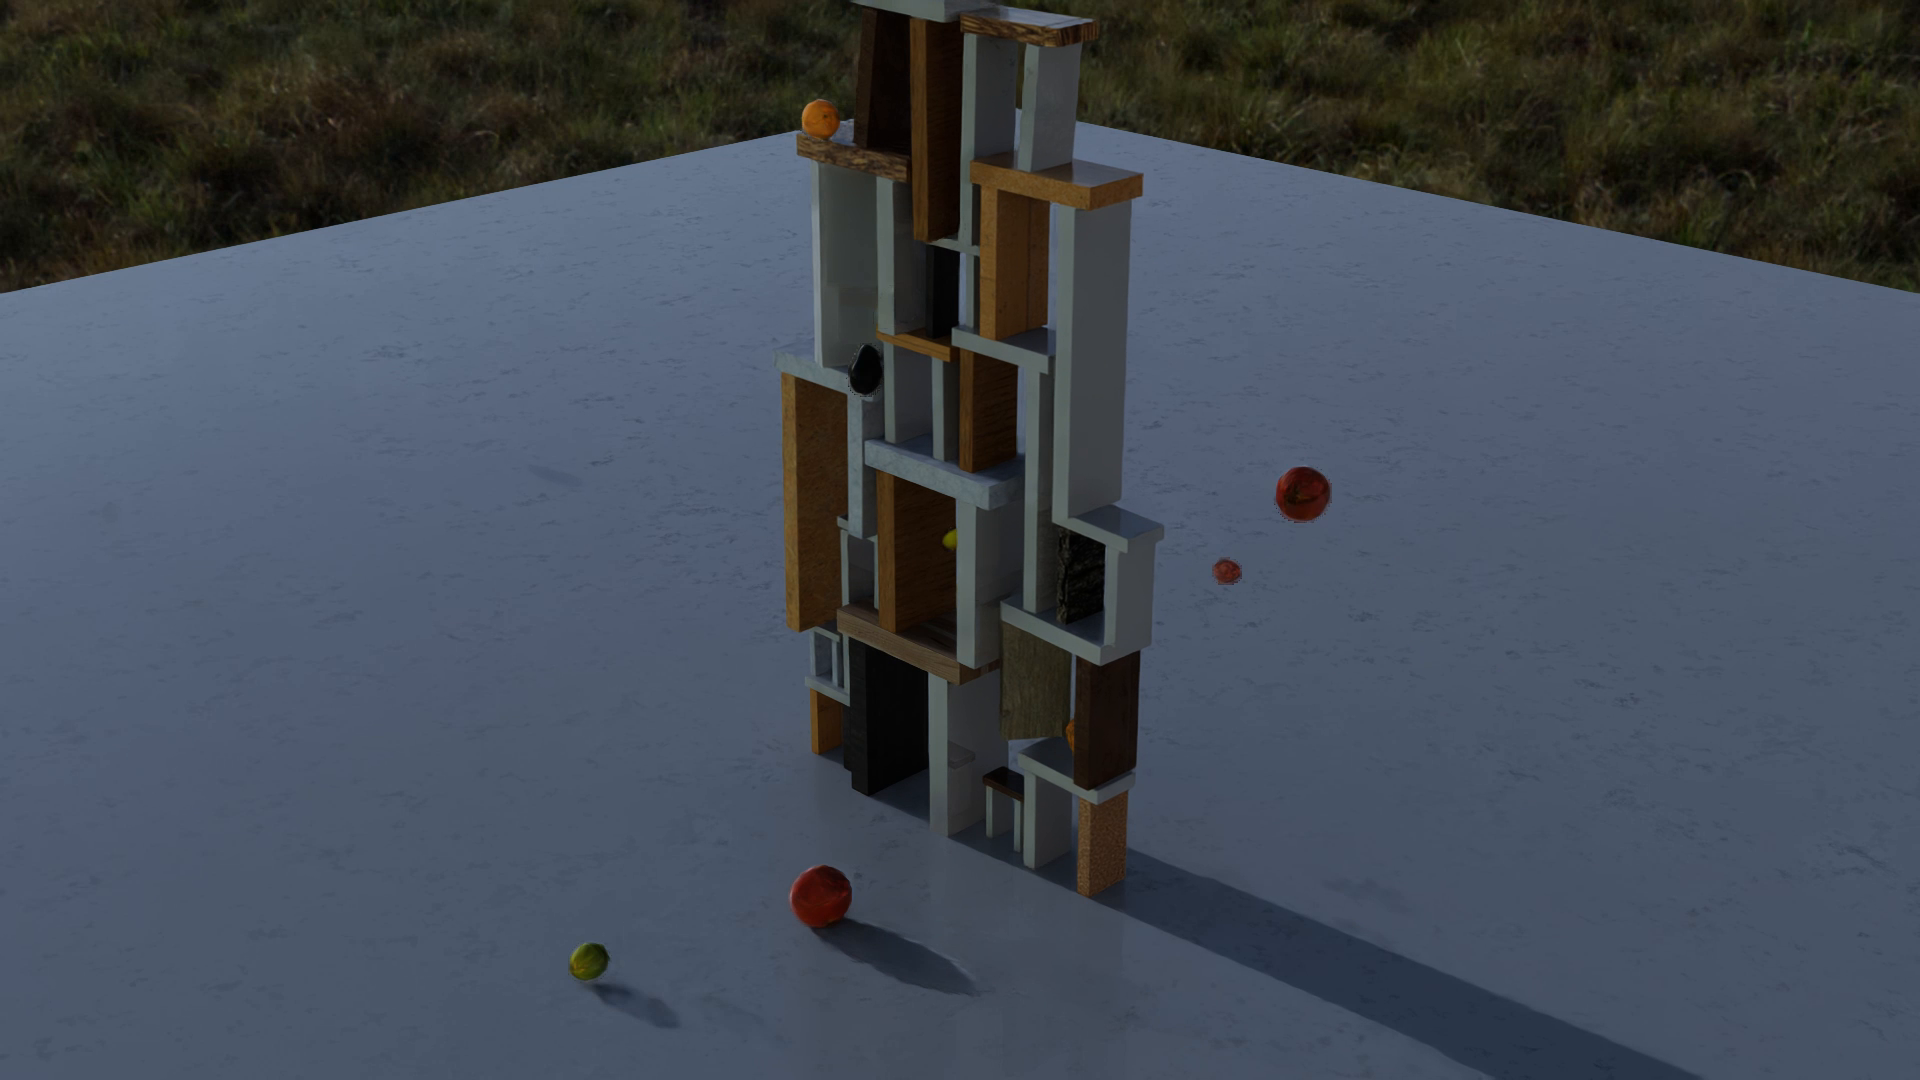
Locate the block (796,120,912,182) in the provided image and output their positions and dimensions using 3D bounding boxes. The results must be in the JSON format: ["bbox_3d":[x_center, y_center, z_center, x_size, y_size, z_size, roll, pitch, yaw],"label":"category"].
[{"bbox_3d":[-0.149,-0.721,4.075,0.294,0.042,0.147,21,31,40],"label":"block"}]

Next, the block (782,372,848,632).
[{"bbox_3d":[-0.291,-0.091,4.503,0.147,0.562,0.042,-21,32,-40],"label":"block"}]

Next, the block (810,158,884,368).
[{"bbox_3d":[-0.205,-0.534,4.203,0.147,0.403,0.042,-10,26,-21],"label":"block"}]

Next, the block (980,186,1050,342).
[{"bbox_3d":[0.097,-0.505,3.912,0.039,0.275,0.138,22,31,40],"label":"block"}]

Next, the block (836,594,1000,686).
[{"bbox_3d":[-0.063,0.185,4.370,0.174,0.049,0.348,-21,31,-41],"label":"block"}]

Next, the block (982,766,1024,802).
[{"bbox_3d":[0.105,0.480,4.314,0.115,0.016,0.058,21,31,41],"label":"block"}]

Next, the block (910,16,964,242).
[{"bbox_3d":[-0.030,-0.736,3.905,0.036,0.394,0.128,19,31,36],"label":"block"}]

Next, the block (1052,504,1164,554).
[{"bbox_3d":[0.264,-0.029,3.927,0.094,0.027,0.189,-19,30,-38],"label":"block"}]

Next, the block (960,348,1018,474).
[{"bbox_3d":[0.053,-0.252,4.057,0.118,0.236,0.033,-22,32,-40],"label":"block"}]

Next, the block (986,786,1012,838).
[{"bbox_3d":[0.078,0.530,4.365,0.016,0.115,0.058,21,31,41],"label":"block"}]

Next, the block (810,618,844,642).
[{"bbox_3d":[-0.267,0.184,4.595,0.052,0.015,0.104,-21,31,-40],"label":"block"}]

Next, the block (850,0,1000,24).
[{"bbox_3d":[-0.064,-0.955,3.866,0.128,0.036,0.256,-21,32,-37],"label":"block"}]

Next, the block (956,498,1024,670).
[{"bbox_3d":[0.071,0.062,4.169,0.167,0.334,0.047,-21,31,-40],"label":"block"}]

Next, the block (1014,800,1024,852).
[{"bbox_3d":[0.132,0.551,4.315,0.016,0.115,0.058,21,31,41],"label":"block"}]

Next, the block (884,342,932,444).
[{"bbox_3d":[-0.099,-0.293,4.201,0.099,0.199,0.028,-21,30,-40],"label":"block"}]

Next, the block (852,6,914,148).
[{"bbox_3d":[-0.126,-0.849,3.993,0.036,0.256,0.128,30,37,35],"label":"block"}]

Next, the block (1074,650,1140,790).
[{"bbox_3d":[0.271,0.318,4.061,0.132,0.265,0.037,-20,30,-39],"label":"block"}]

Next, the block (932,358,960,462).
[{"bbox_3d":[-0.005,-0.256,4.115,0.099,0.199,0.028,-21,30,-40],"label":"block"}]

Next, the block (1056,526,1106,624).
[{"bbox_3d":[0.222,0.051,4.013,0.095,0.189,0.027,-19,30,-38],"label":"block"}]

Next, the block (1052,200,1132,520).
[{"bbox_3d":[0.230,-0.321,3.854,0.138,0.567,0.039,-20,30,-38],"label":"block"}]

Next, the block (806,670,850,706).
[{"bbox_3d":[-0.246,0.308,4.616,0.077,0.022,0.153,-21,31,-41],"label":"block"}]

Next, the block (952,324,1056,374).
[{"bbox_3d":[0.111,-0.354,3.953,0.236,0.033,0.118,21,31,40],"label":"block"}]

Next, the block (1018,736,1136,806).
[{"bbox_3d":[0.219,0.434,4.166,0.104,0.030,0.209,-20,30,-39],"label":"block"}]

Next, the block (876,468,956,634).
[{"bbox_3d":[-0.084,0.001,4.314,0.167,0.334,0.047,-21,31,-41],"label":"block"}]

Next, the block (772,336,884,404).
[{"bbox_3d":[-0.217,-0.340,4.316,0.147,0.042,0.293,-21,31,-40],"label":"block"}]

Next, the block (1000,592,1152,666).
[{"bbox_3d":[0.213,0.153,4.064,0.132,0.037,0.265,-19,30,-37],"label":"block"}]

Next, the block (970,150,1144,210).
[{"bbox_3d":[0.165,-0.624,3.790,0.275,0.039,0.138,21,31,40],"label":"block"}]

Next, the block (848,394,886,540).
[{"bbox_3d":[-0.151,-0.160,4.321,0.147,0.293,0.042,-20,32,-39],"label":"block"}]

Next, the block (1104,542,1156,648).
[{"bbox_3d":[0.303,0.089,3.925,0.095,0.189,0.027,-19,30,-38],"label":"block"}]

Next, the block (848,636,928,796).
[{"bbox_3d":[-0.145,0.336,4.523,0.049,0.348,0.174,21,31,41],"label":"block"}]

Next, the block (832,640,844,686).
[{"bbox_3d":[-0.243,0.248,4.595,0.052,0.104,0.015,-21,31,-41],"label":"block"}]

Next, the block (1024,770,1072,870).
[{"bbox_3d":[0.171,0.524,4.258,0.104,0.209,0.030,-21,31,-40],"label":"block"}]

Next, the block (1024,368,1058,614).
[{"bbox_3d":[0.173,-0.102,4.008,0.118,0.474,0.033,-19,30,-38],"label":"block"}]

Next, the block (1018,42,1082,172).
[{"bbox_3d":[0.153,-0.742,3.741,0.031,0.216,0.108,26,34,37],"label":"block"}]

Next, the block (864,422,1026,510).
[{"bbox_3d":[-0.006,-0.144,4.166,0.167,0.047,0.334,-21,31,-40],"label":"block"}]

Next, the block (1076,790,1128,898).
[{"bbox_3d":[0.270,0.564,4.164,0.104,0.209,0.030,-21,31,-40],"label":"block"}]

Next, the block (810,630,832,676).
[{"bbox_3d":[-0.292,0.229,4.640,0.052,0.104,0.015,-21,31,-41],"label":"block"}]

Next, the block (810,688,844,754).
[{"bbox_3d":[-0.282,0.374,4.684,0.022,0.153,0.076,21,31,41],"label":"block"}]

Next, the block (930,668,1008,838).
[{"bbox_3d":[0.019,0.400,4.372,0.049,0.348,0.174,21,31,41],"label":"block"}]

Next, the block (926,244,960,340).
[{"bbox_3d":[-0.032,-0.464,4.047,0.019,0.178,0.068,23,33,37],"label":"block"}]

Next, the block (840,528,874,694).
[{"bbox_3d":[-0.208,0.139,4.516,0.072,0.367,0.020,-21,31,-41],"label":"block"}]

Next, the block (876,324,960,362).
[{"bbox_3d":[-0.053,-0.379,4.114,0.099,0.028,0.199,-21,31,-40],"label":"block"}]

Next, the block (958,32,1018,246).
[{"bbox_3d":[0.050,-0.713,3.874,0.031,0.375,0.108,22,31,38],"label":"block"}]

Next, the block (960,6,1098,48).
[{"bbox_3d":[0.116,-0.871,3.726,0.216,0.031,0.108,20,30,38],"label":"block"}]

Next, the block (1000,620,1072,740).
[{"bbox_3d":[0.144,0.254,4.212,0.132,0.265,0.037,-3,24,-8],"label":"block"}]

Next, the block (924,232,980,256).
[{"bbox_3d":[0.006,-0.542,3.977,0.136,0.019,0.068,20,31,38],"label":"block"}]

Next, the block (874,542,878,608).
[{"bbox_3d":[-0.138,0.063,4.408,0.072,0.144,0.020,-21,33,-40],"label":"block"}]

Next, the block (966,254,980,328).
[{"bbox_3d":[0.041,-0.459,3.982,0.019,0.136,0.068,21,31,40],"label":"block"}]

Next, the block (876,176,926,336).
[{"bbox_3d":[-0.086,-0.540,4.079,0.042,0.294,0.147,21,31,39],"label":"block"}]

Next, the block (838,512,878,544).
[{"bbox_3d":[-0.171,-0.026,4.406,0.072,0.020,0.144,-21,32,-40],"label":"block"}]

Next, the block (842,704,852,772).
[{"bbox_3d":[-0.210,0.402,4.617,0.077,0.153,0.022,-21,31,-41],"label":"block"}]
